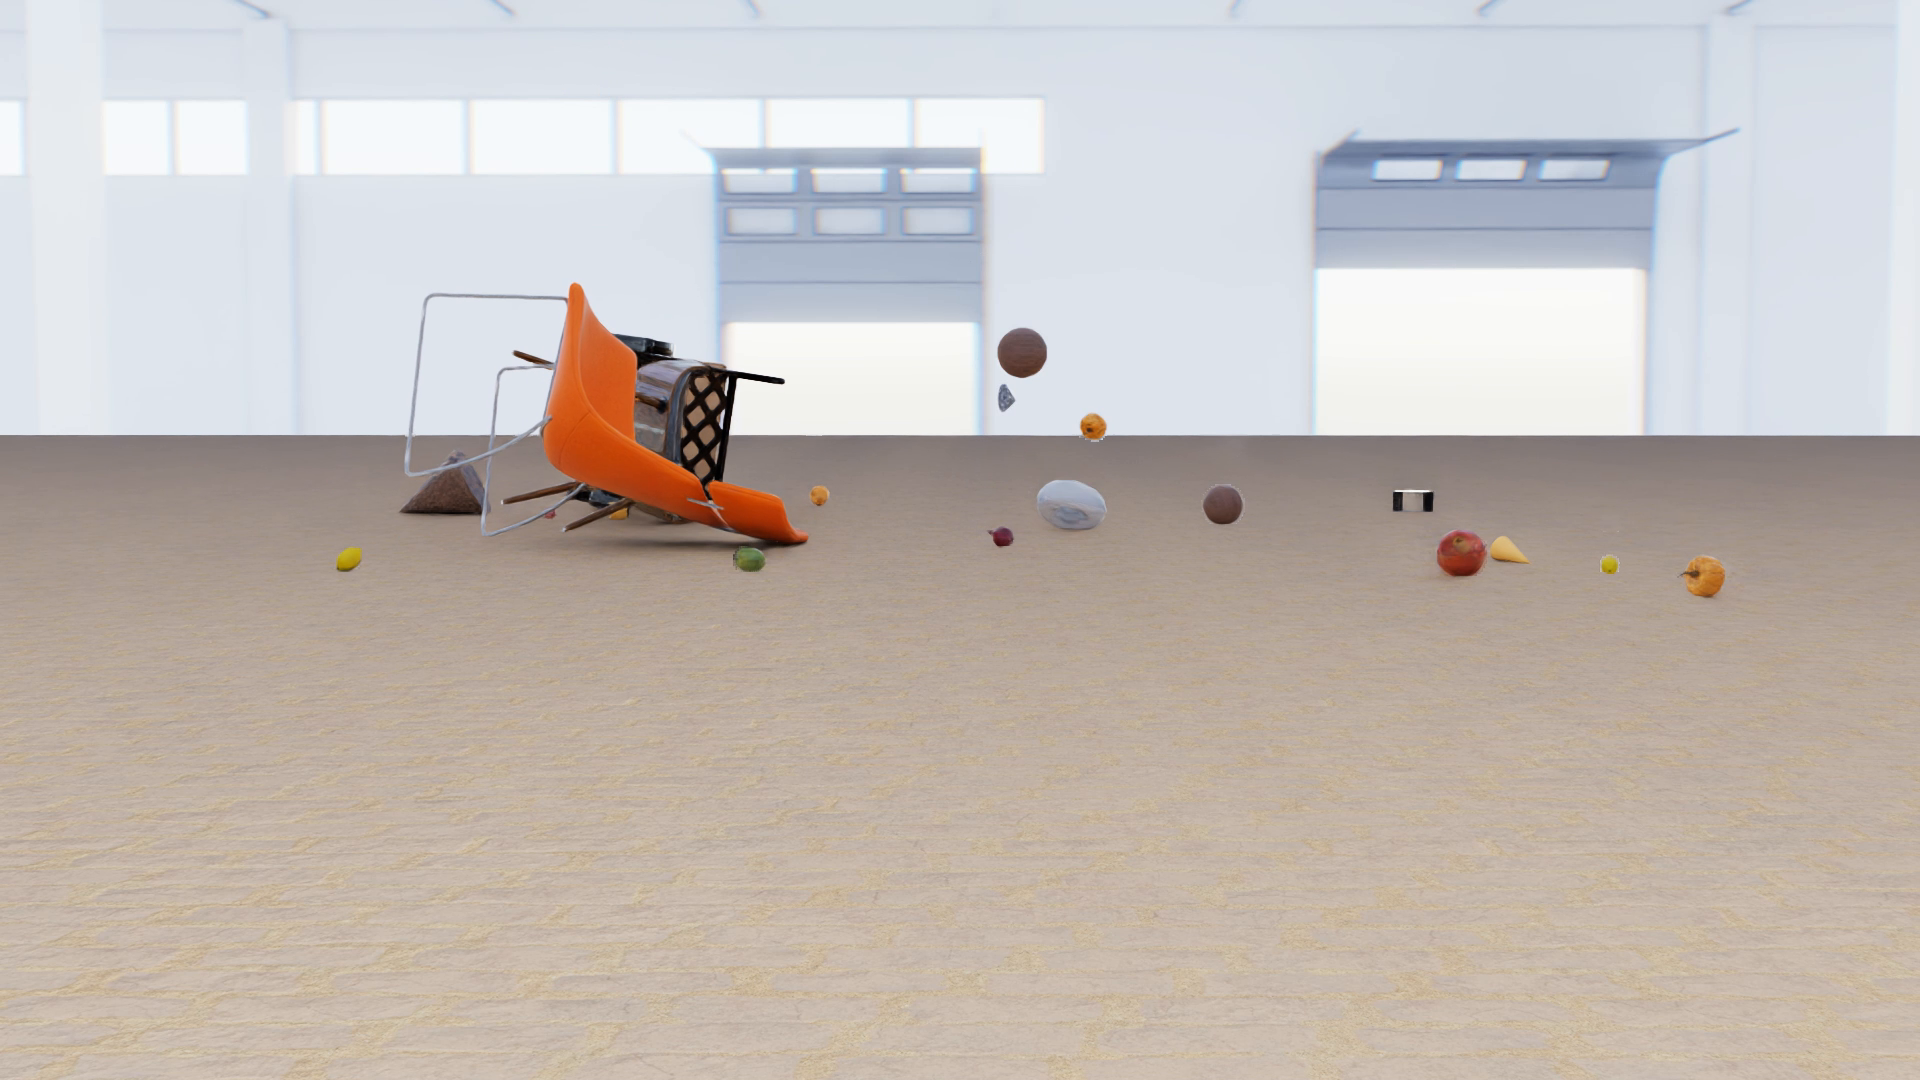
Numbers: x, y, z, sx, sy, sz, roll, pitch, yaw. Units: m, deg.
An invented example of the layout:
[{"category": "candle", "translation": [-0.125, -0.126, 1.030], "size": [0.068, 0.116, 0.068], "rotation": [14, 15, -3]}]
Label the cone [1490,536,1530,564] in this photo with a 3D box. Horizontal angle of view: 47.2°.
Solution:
[{"category": "cone", "translation": [1.442, 0.042, 5.700], "size": [0.065, 0.067, 0.134], "rotation": [20, 9, -28]}]

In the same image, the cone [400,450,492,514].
[{"category": "cone", "translation": [-1.895, -0.155, 7.946], "size": [0.311, 0.264, 0.130], "rotation": [-22, 21, 10]}]

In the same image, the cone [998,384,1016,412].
[{"category": "cone", "translation": [0.185, -0.522, 8.164], "size": [0.059, 0.108, 0.069], "rotation": [-8, -10, 44]}]

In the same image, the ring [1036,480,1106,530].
[{"category": "ring", "translation": [0.356, -0.110, 7.019], "size": [0.226, 0.101, 0.170], "rotation": [16, -39, -6]}]

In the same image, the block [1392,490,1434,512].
[{"category": "block", "translation": [1.665, -0.142, 8.075], "size": [0.099, 0.074, 0.109], "rotation": [-3, 5, -35]}]
